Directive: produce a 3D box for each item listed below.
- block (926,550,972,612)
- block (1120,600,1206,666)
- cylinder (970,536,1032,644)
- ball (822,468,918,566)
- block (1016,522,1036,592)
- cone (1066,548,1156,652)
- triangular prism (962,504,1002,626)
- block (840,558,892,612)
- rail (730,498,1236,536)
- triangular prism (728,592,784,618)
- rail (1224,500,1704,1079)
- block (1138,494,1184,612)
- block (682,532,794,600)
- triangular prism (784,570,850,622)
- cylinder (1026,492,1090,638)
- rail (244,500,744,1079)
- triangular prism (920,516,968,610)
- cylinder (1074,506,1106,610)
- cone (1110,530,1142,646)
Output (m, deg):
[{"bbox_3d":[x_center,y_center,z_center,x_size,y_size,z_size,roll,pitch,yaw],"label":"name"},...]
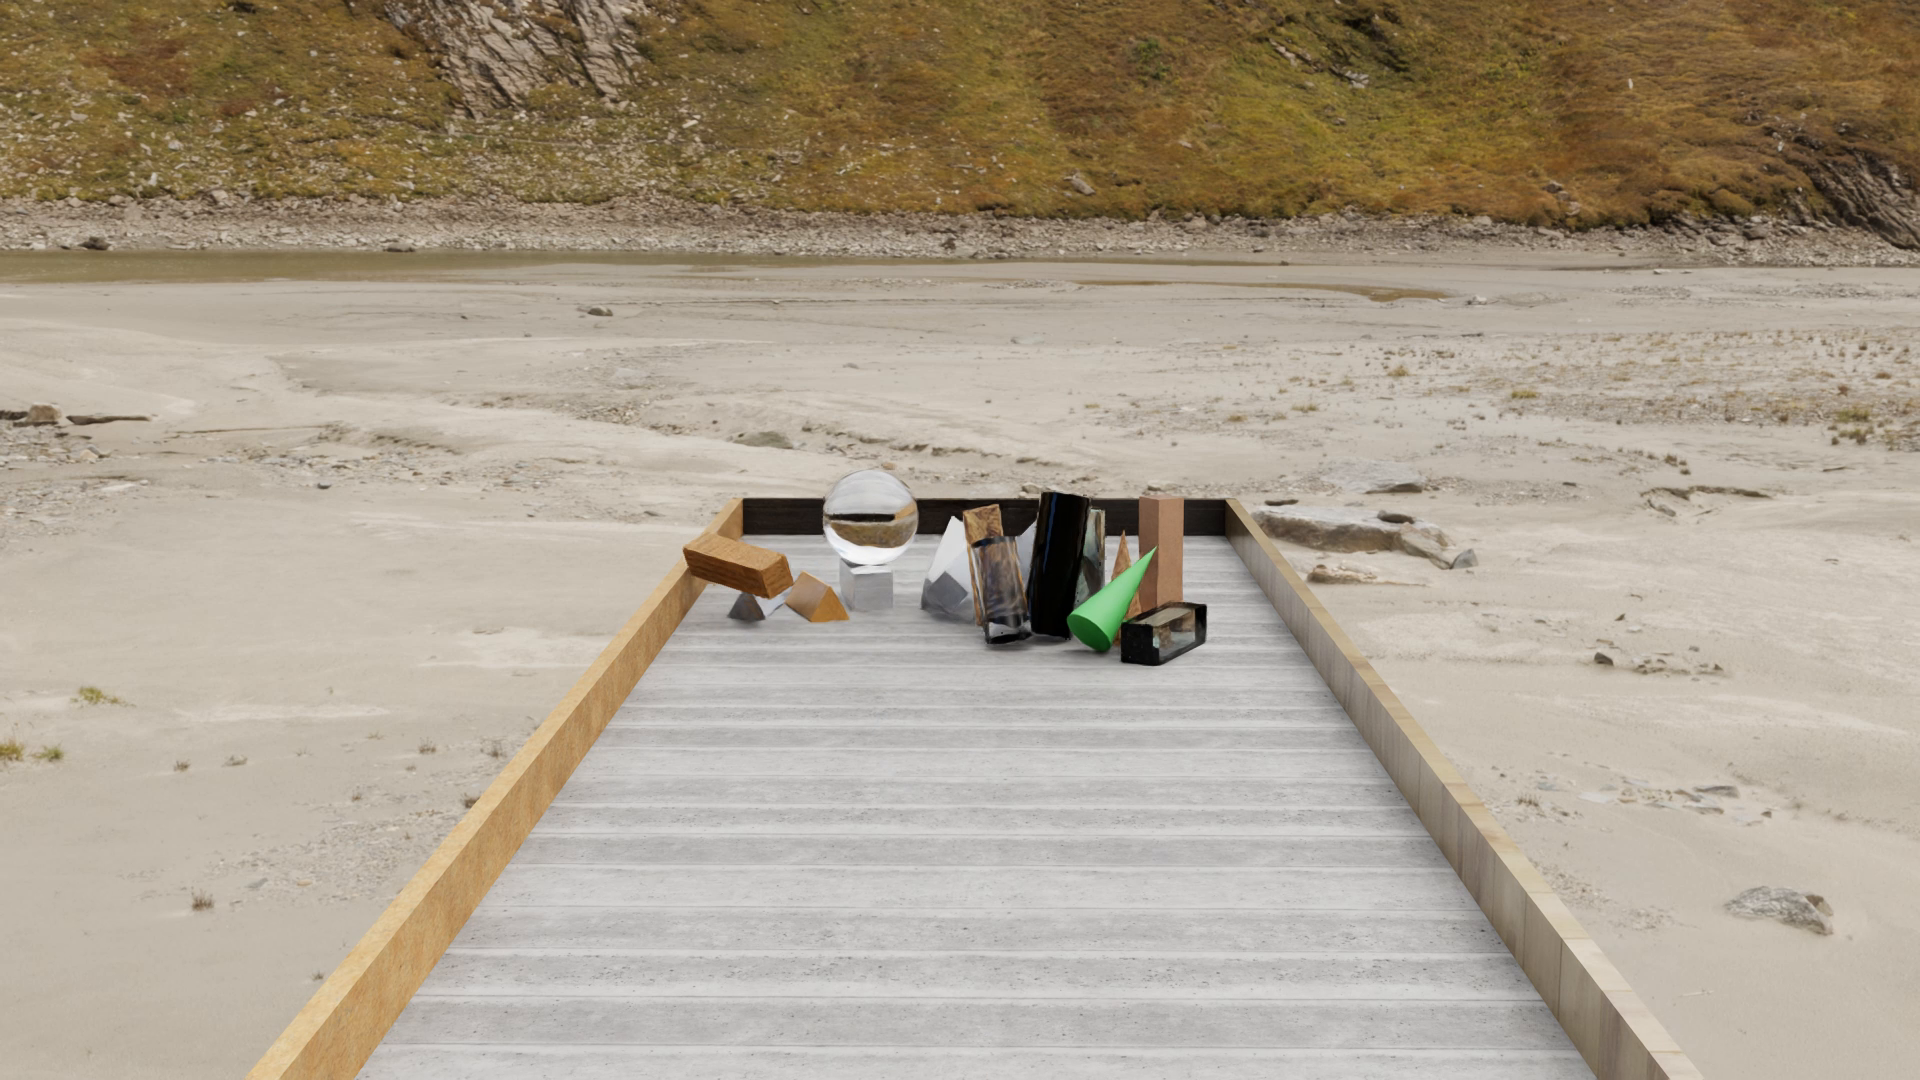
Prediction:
[{"bbox_3d":[0.028,0.109,7.492,0.111,0.111,0.378,44,30,2],"label":"block"},{"bbox_3d":[0.633,0.287,6.805,0.123,0.123,0.397,5,10,27],"label":"block"},{"bbox_3d":[0.128,0.158,6.909,0.148,0.312,0.148,-9,-13,-2],"label":"cylinder"},{"bbox_3d":[-0.309,-0.078,7.598,0.335,0.335,0.335,0,9,0],"label":"ball"},{"bbox_3d":[0.235,0.069,7.374,0.353,0.144,0.144,-45,-10,-18],"label":"block"},{"bbox_3d":[0.510,0.153,6.869,0.164,0.164,0.385,10,52,48],"label":"cone"},{"bbox_3d":[0.103,0.099,7.148,0.122,0.411,0.106,-12,-28,9],"label":"triangular prism"},{"bbox_3d":[-0.328,0.151,7.637,0.131,0.131,0.337,-2,9,-11],"label":"block"},{"bbox_3d":[0.099,-0.098,9.147,2.100,0.150,0.050,0,9,1],"label":"rail"},{"bbox_3d":[-0.693,0.181,7.482,0.131,0.114,0.307,1,9,7],"label":"triangular prism"},{"bbox_3d":[1.046,0.843,3.208,0.050,0.150,12.000,0,9,1],"label":"rail"},{"bbox_3d":[0.654,0.073,7.173,0.103,0.431,0.103,-6,11,-33],"label":"block"},{"bbox_3d":[-0.743,0.085,7.339,0.110,0.110,0.433,-34,32,-33],"label":"block"},{"bbox_3d":[-0.488,0.185,7.456,0.132,0.114,0.336,-3,9,-19],"label":"triangular prism"},{"bbox_3d":[0.305,0.079,7.000,0.161,0.446,0.161,8,-3,0],"label":"cylinder"},{"bbox_3d":[-1.004,0.839,3.234,0.050,0.150,12.000,0,9,1],"label":"rail"},{"bbox_3d":[-0.050,0.071,7.622,0.132,0.114,0.434,-14,25,21],"label":"triangular prism"},{"bbox_3d":[0.385,0.090,7.209,0.178,0.386,0.178,0,9,0],"label":"cylinder"},{"bbox_3d":[0.515,0.142,6.955,0.166,0.363,0.166,0,9,0],"label":"cone"}]
